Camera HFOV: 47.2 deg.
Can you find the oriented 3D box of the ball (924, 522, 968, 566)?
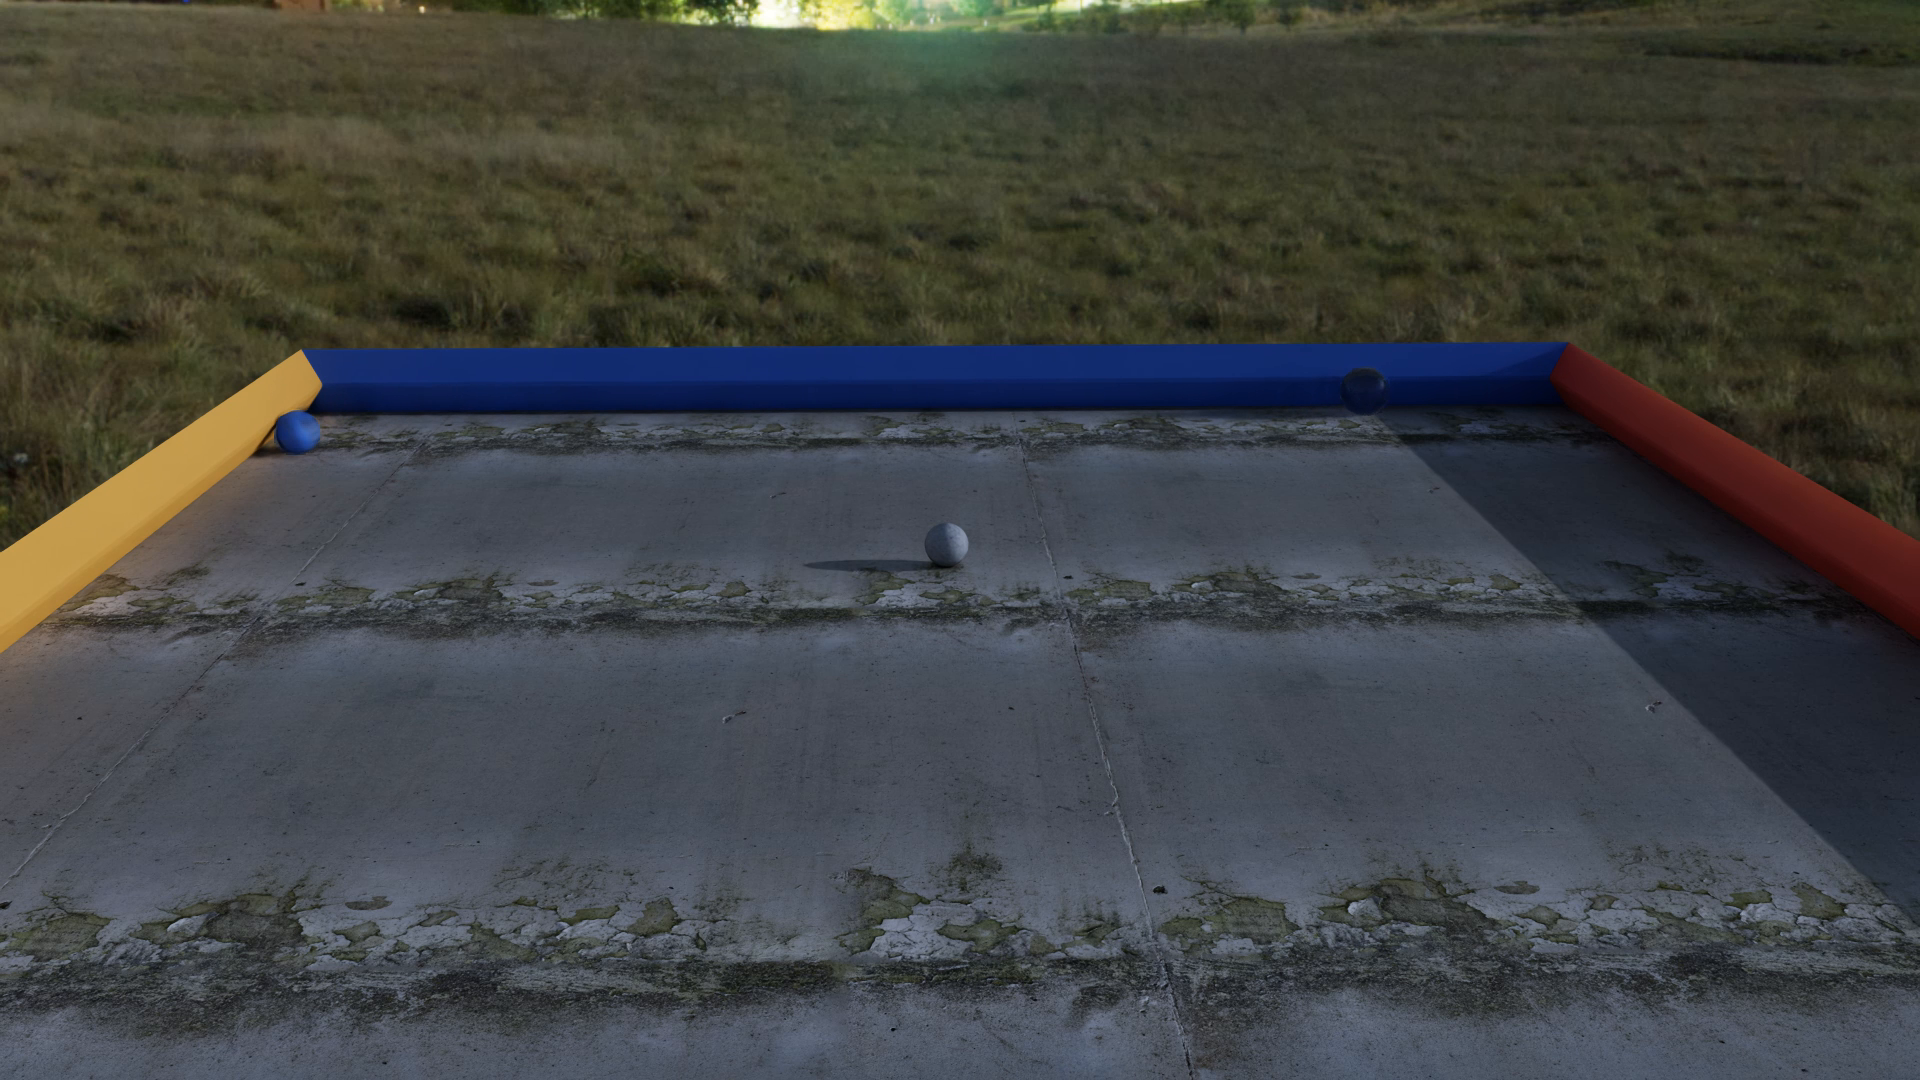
[{"bbox_3d":[-0.018,0.006,2.938,0.059,0.059,0.059,0,15,0],"label":"ball"}]

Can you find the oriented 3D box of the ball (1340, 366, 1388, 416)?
[{"bbox_3d":[0.717,-0.264,3.900,0.086,0.086,0.086,0,15,0],"label":"ball"}]

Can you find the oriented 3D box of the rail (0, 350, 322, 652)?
[{"bbox_3d":[-1.079,0.264,1.867,0.045,0.112,4.256,0,15,-2],"label":"rail"}]

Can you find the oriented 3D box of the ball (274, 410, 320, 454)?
[{"bbox_3d":[-1.084,-0.177,3.600,0.071,0.071,0.071,0,15,0],"label":"ball"}]

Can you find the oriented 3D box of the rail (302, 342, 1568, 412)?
[{"bbox_3d":[-0.034,-0.288,3.934,2.277,0.112,0.045,0,15,-2],"label":"rail"}]

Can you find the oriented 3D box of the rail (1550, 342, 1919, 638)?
[{"bbox_3d":[1.149,0.245,1.937,0.045,0.112,4.256,0,15,-2],"label":"rail"}]
